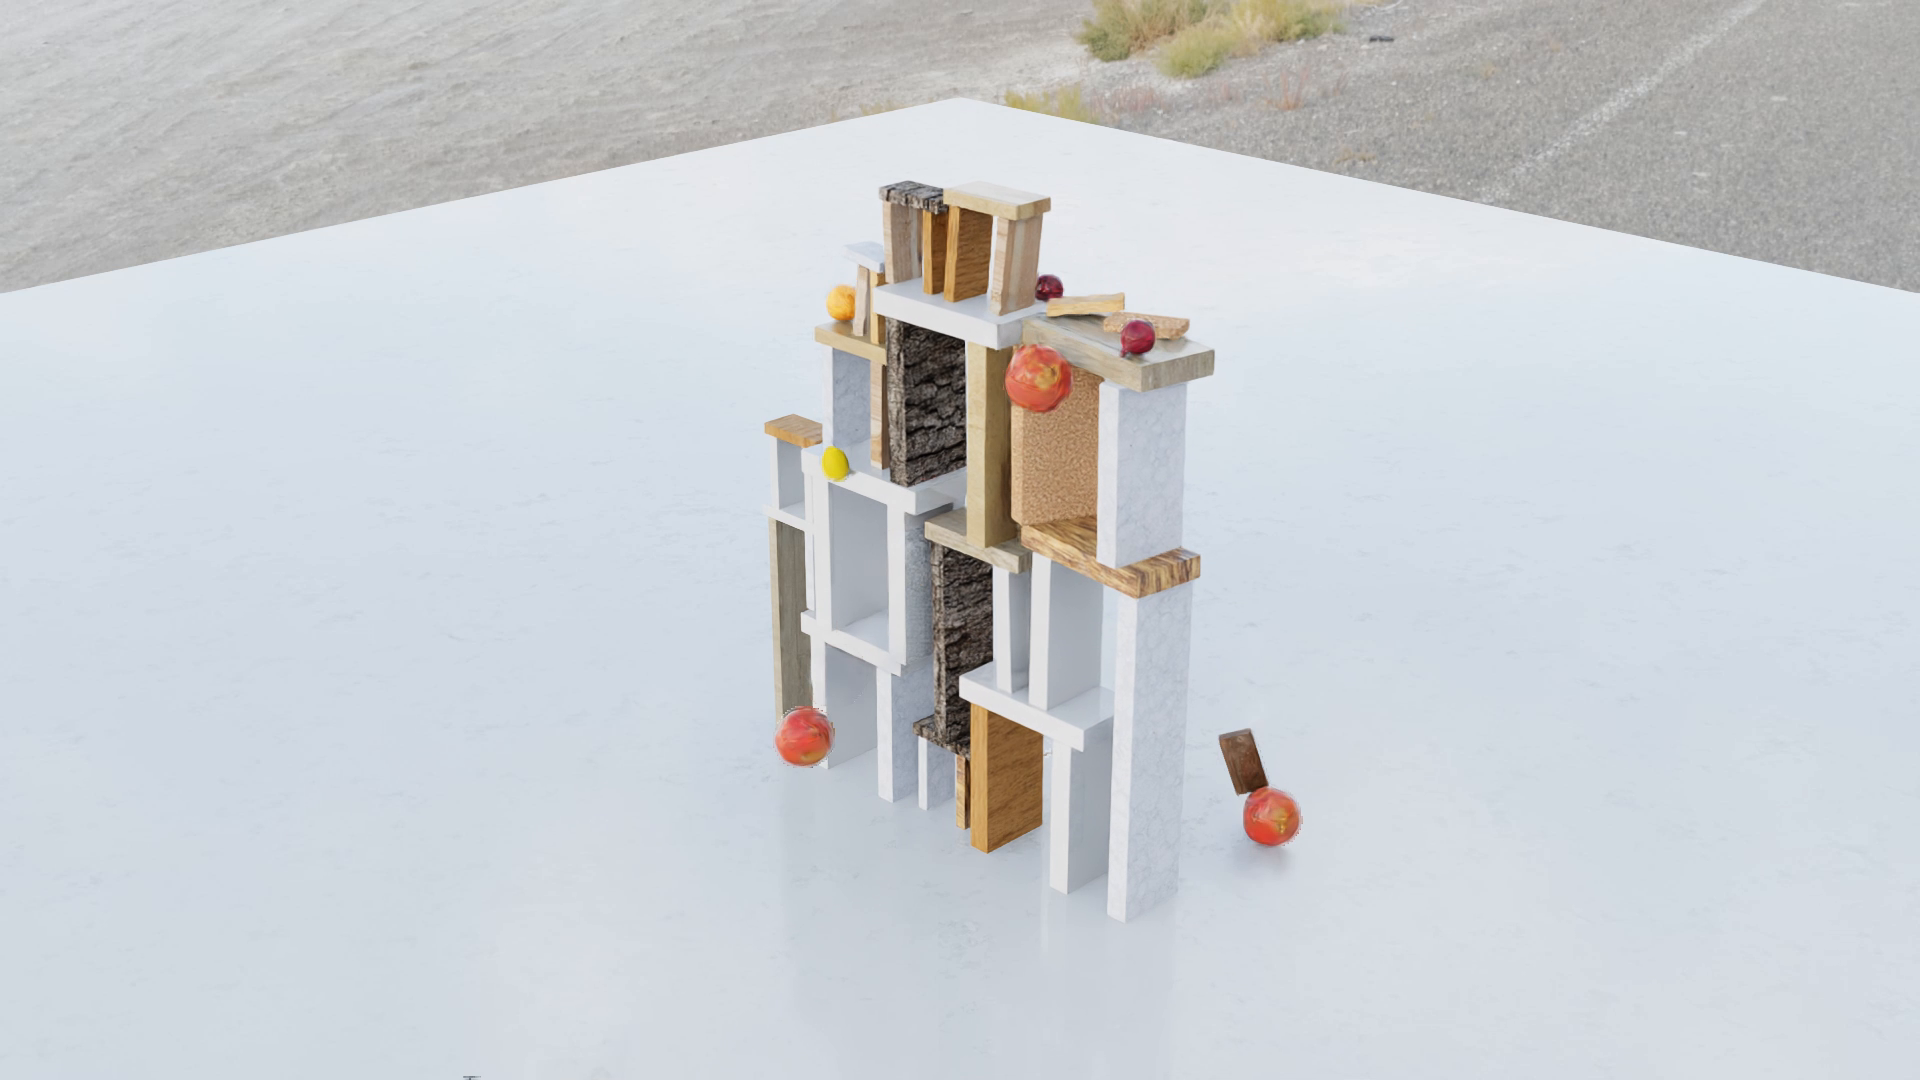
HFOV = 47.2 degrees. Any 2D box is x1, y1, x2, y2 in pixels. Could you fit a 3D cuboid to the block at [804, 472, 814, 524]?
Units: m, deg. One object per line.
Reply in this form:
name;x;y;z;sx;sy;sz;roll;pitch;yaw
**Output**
block;-0.279;-0.120;4.468;0.022;0.158;0.079;21;31;41

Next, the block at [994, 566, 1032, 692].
block;0.124;0.152;4.157;0.035;0.248;0.124;18;29;41

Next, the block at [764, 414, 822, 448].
block;-0.316;-0.218;4.467;0.158;0.022;0.079;21;31;40

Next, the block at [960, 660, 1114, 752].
block;0.168;0.303;4.178;0.317;0.045;0.158;21;31;40

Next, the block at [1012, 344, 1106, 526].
block;0.177;-0.198;3.978;0.163;0.327;0.046;-9;22;-22

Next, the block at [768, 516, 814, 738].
block;-0.359;0.178;4.687;0.024;0.512;0.086;21;31;41

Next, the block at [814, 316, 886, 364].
block;-0.170;-0.387;4.255;0.108;0.030;0.215;-21;31;-41

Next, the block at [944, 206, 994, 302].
block;0.016;-0.527;3.986;0.090;0.179;0.025;-21;37;-40

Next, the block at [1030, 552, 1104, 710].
block;0.199;0.148;4.089;0.044;0.308;0.154;21;30;40

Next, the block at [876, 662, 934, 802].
block;-0.100;0.374;4.498;0.042;0.298;0.149;21;31;41

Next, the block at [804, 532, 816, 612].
block;-0.279;0.053;4.546;0.086;0.172;0.024;-21;31;-41

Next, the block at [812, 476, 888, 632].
block;-0.218;0.007;4.456;0.163;0.327;0.046;-21;31;-41

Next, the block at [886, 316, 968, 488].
block;-0.062;-0.279;4.173;0.163;0.327;0.046;-21;30;-40

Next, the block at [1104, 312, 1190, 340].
block;0.325;-0.374;3.828;0.135;0.019;0.068;9;24;21

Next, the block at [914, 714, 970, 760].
block;-0.008;0.390;4.397;0.081;0.023;0.162;-21;31;-41

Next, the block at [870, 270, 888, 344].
block;-0.137;-0.449;4.181;0.071;0.141;0.020;-20;30;-40

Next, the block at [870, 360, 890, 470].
block;-0.123;-0.254;4.256;0.108;0.215;0.030;-21;31;-41

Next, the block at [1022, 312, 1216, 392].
block;0.272;-0.338;3.830;0.163;0.046;0.327;-16;28;-33

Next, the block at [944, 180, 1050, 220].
block;0.065;-0.603;3.899;0.179;0.025;0.090;21;31;41

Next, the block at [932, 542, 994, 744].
block;0.007;0.186;4.303;0.124;0.424;0.035;-17;27;-36

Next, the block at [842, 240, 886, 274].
block;-0.159;-0.539;4.184;0.071;0.020;0.141;-13;27;-30

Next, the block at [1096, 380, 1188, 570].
block;0.315;-0.127;3.812;0.163;0.327;0.046;-18;28;-36

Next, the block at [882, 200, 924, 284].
block;-0.105;-0.562;4.104;0.077;0.155;0.022;-19;27;-37

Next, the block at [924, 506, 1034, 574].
block;0.064;-0.003;4.160;0.124;0.035;0.247;-21;30;-41

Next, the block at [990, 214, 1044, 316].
block;0.100;-0.495;3.908;0.090;0.179;0.025;-22;38;-40

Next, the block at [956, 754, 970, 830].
block;0.030;0.491;4.397;0.081;0.162;0.023;-21;31;-41

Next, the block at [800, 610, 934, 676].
block;-0.170;0.190;4.496;0.149;0.042;0.298;-21;31;-41

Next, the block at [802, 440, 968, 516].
block;-0.141;-0.135;4.313;0.163;0.046;0.327;-21;31;-41

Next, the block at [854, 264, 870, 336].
block;-0.179;-0.470;4.229;0.020;0.141;0.071;13;25;15

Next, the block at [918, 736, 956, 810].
block;-0.047;0.461;4.467;0.023;0.162;0.081;21;31;41

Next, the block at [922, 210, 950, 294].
block;-0.032;-0.534;4.037;0.077;0.155;0.022;-21;31;-40

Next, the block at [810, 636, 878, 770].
block;-0.240;0.319;4.627;0.042;0.298;0.149;21;31;41

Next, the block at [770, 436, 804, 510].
block;-0.353;-0.150;4.537;0.022;0.158;0.079;21;31;41

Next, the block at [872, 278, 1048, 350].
block;0.010;-0.424;4.034;0.163;0.046;0.327;-21;30;-40

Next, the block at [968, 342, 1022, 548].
block;0.089;-0.194;4.057;0.163;0.396;0.046;-20;30;-39

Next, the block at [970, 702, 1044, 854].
block;0.093;0.441;4.315;0.158;0.317;0.045;-21;31;-41

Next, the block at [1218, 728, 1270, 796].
block;0.566;0.442;4.384;0.067;0.135;0.019;-15;24;12

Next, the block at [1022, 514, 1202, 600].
block;0.268;0.018;3.947;0.154;0.044;0.308;-17;28;-35

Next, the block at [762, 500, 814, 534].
block;-0.319;-0.053;4.545;0.086;0.024;0.172;-21;31;-41

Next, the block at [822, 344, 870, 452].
block;-0.223;-0.294;4.350;0.030;0.215;0.108;22;31;40

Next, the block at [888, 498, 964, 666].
block;-0.065;0.067;4.314;0.163;0.327;0.046;-21;31;-40

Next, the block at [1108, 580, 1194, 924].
block;0.346;0.377;4.016;0.154;0.669;0.044;-21;31;-41

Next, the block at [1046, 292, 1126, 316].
block;0.225;-0.419;3.910;0.135;0.019;0.067;-3;17;8

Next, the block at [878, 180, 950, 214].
block;-0.069;-0.630;4.038;0.155;0.022;0.077;21;31;41

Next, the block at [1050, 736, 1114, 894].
block;0.243;0.500;4.178;0.045;0.317;0.158;21;31;40
